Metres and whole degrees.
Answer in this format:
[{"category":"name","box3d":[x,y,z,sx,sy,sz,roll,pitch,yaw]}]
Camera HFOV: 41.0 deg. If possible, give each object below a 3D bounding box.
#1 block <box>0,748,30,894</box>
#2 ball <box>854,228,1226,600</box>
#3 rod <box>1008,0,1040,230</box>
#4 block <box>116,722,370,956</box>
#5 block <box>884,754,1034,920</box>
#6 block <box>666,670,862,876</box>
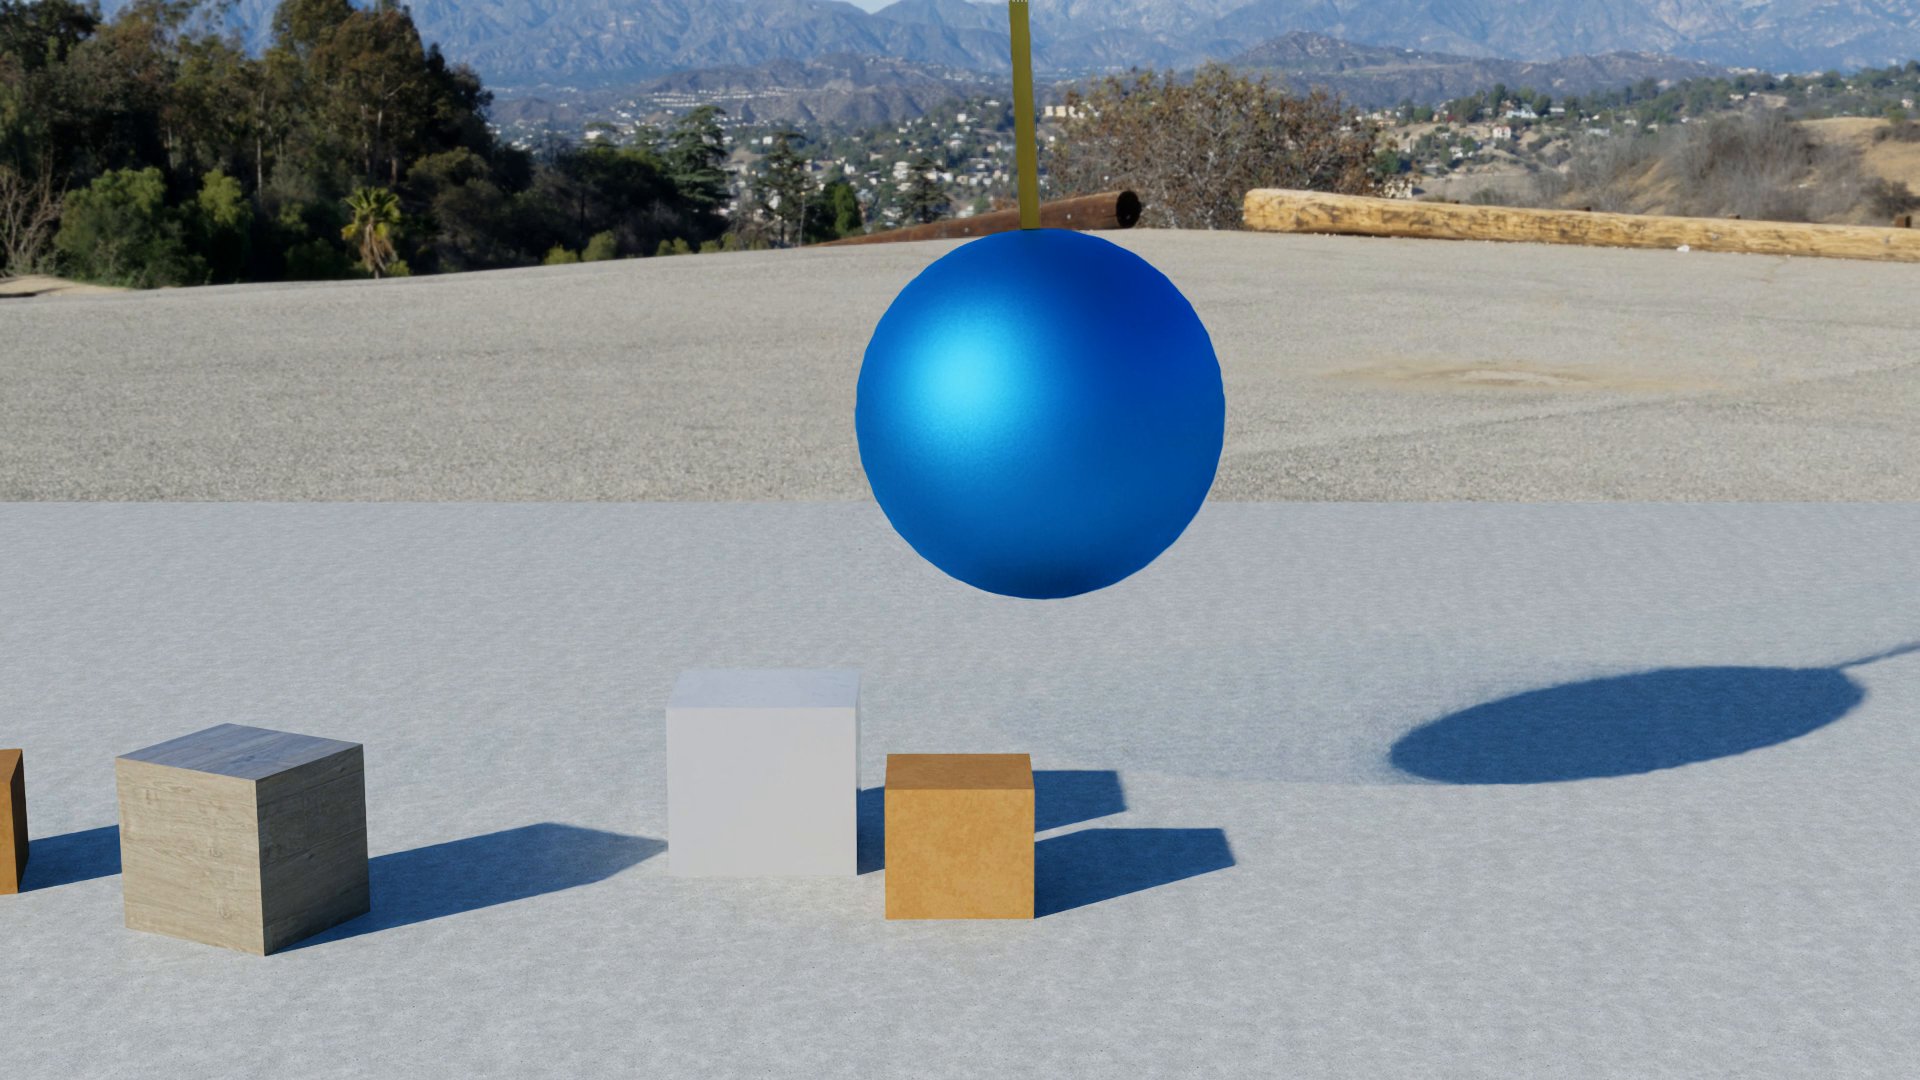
[{"category":"block","box3d":[-4.421,1.250,11.295,0.534,0.500,0.585,-3,11,-15]},{"category":"ball","box3d":[0.345,-0.543,11.082,1.600,1.600,1.600,0,10,0]},{"category":"rod","box3d":[0.150,-3.883,10.474,0.080,5.200,0.080,-3,10,1]},{"category":"block","box3d":[-2.989,1.235,10.722,0.761,0.734,0.641,5,12,27]},{"category":"block","box3d":[-0.004,1.266,11.024,0.625,0.564,0.577,0,10,-1]},{"category":"block","box3d":[-0.876,1.046,11.667,0.831,0.767,0.734,0,10,0]}]
